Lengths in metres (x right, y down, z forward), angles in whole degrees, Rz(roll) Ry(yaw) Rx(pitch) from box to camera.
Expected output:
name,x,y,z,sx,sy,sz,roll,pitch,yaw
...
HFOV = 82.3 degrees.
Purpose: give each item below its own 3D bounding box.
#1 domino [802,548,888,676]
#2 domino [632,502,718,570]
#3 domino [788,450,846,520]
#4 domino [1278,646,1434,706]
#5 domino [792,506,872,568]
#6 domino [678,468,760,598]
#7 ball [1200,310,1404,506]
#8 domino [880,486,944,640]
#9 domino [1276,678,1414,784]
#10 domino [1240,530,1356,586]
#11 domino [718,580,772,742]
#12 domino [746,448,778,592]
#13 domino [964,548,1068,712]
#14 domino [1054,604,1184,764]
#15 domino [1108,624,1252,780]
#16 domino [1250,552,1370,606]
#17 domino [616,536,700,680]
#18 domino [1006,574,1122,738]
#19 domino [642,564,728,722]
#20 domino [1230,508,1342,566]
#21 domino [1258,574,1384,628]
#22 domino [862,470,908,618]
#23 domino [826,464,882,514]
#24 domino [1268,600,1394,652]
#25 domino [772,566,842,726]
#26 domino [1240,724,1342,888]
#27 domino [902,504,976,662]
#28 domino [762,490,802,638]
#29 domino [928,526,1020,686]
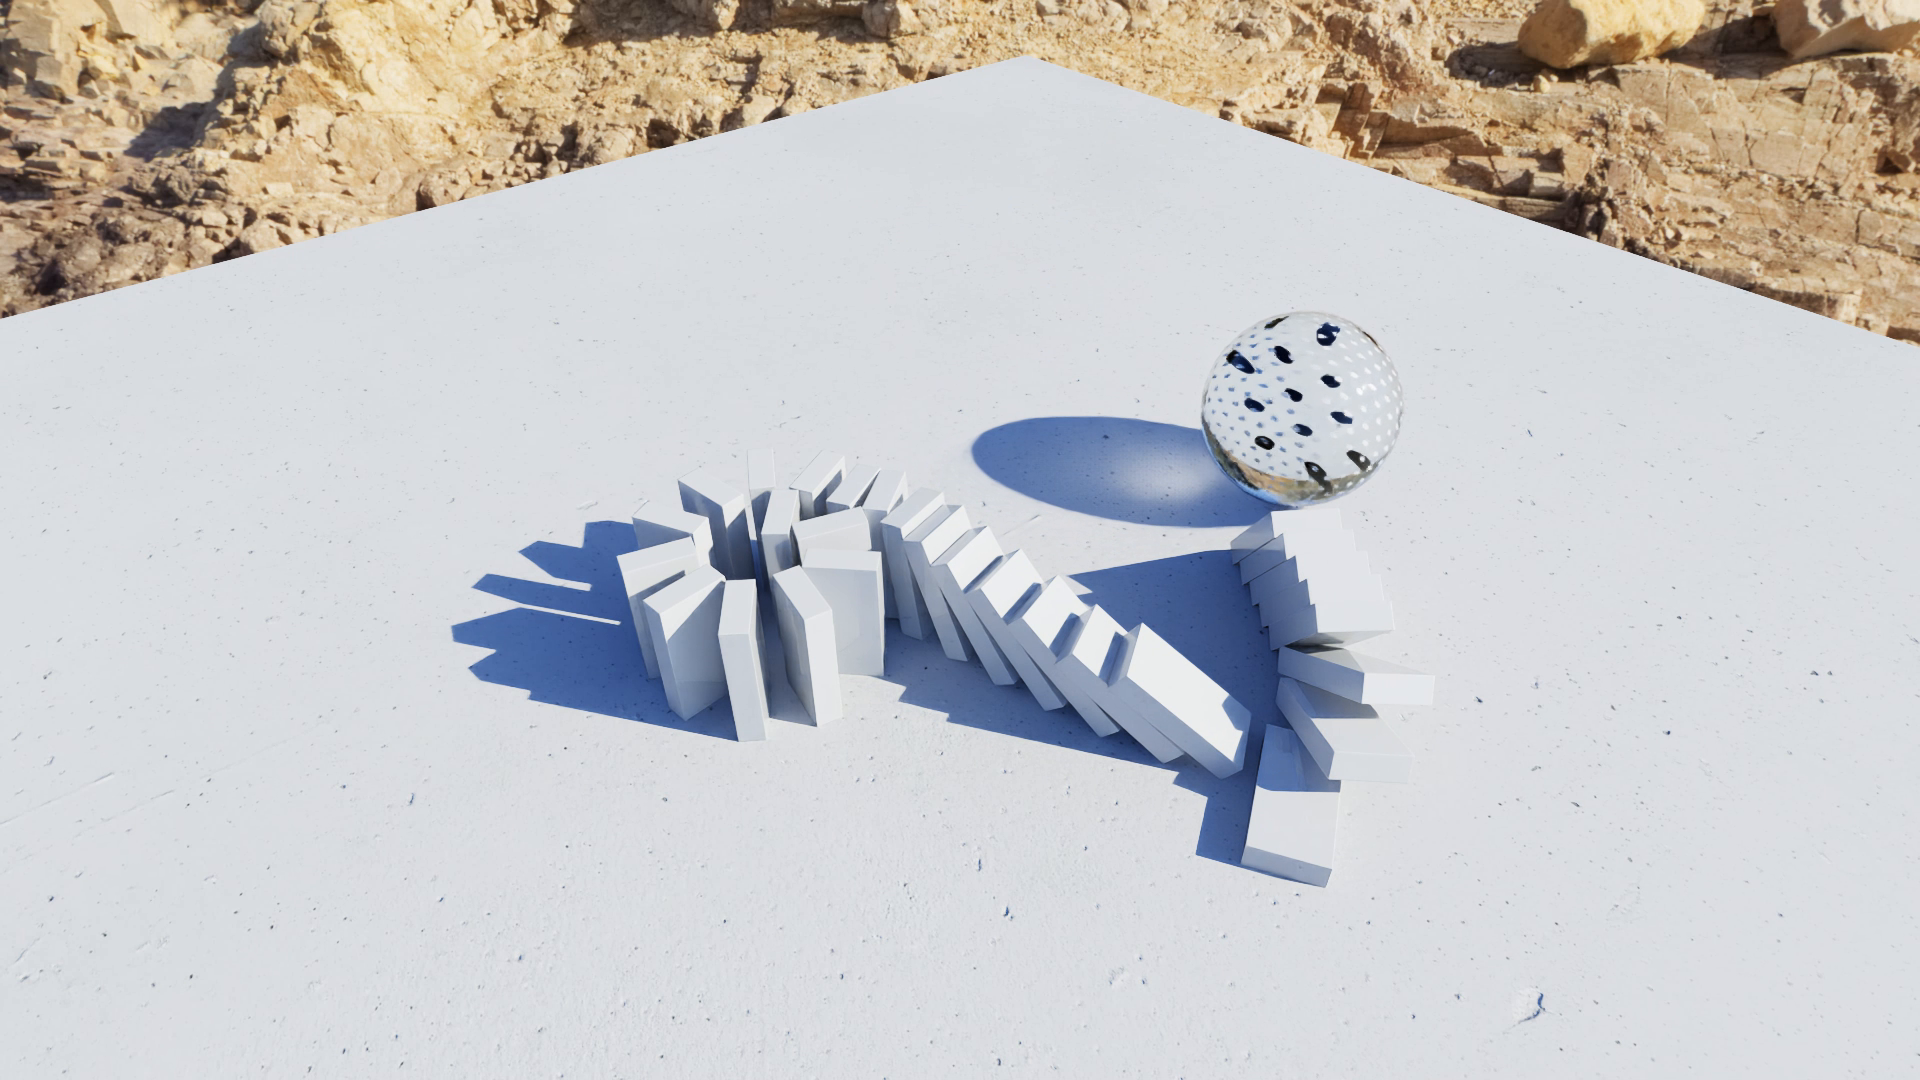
name,x,y,z,sx,sy,sz,roll,pitch,yaw
domino,-0.039,0.026,0.380,0.025,0.050,0.009,3,39,3
domino,-0.101,0.011,0.398,0.025,0.050,0.009,14,41,17
domino,-0.052,-0.006,0.419,0.010,0.050,0.025,15,42,17
domino,0.130,0.044,0.365,0.025,0.010,0.050,3,4,-14
domino,-0.044,0.013,0.395,0.025,0.050,0.010,-15,42,-13
domino,-0.090,0.000,0.411,0.025,0.050,0.010,28,47,30
ball,0.140,-0.054,0.453,0.080,0.080,0.080,0,39,0
domino,-0.014,0.009,0.400,0.010,0.050,0.025,16,41,32
domino,0.123,0.060,0.354,0.025,0.010,0.050,4,19,-4
domino,0.124,0.007,0.407,0.025,0.050,0.009,-3,78,-4
domino,-0.070,0.040,0.362,0.009,0.050,0.025,-3,39,-3
domino,-0.073,-0.007,0.420,0.010,0.050,0.025,-7,40,-8
domino,0.025,0.031,0.379,0.009,0.050,0.025,-24,15,49
domino,0.056,0.047,0.363,0.050,0.010,0.025,42,44,-8
domino,0.072,0.052,0.358,0.050,0.009,0.025,39,42,-10
domino,0.125,0.015,0.397,0.025,0.050,0.009,-3,78,-4
domino,-0.101,0.024,0.382,0.025,0.050,0.009,-16,42,-19
domino,0.040,0.039,0.372,0.050,0.010,0.025,50,49,-6
domino,-0.089,0.035,0.369,0.010,0.050,0.025,31,49,32
domino,0.122,-0.001,0.416,0.025,0.050,0.010,-3,78,-4
domino,0.126,0.022,0.388,0.025,0.050,0.010,-3,78,-4
domino,-0.026,0.002,0.408,0.010,0.050,0.025,5,38,12
domino,-0.037,-0.001,0.412,0.009,0.050,0.025,12,41,20
domino,0.126,0.030,0.378,0.025,0.050,0.009,-2,77,-2
domino,-0.051,0.036,0.368,0.009,0.050,0.025,-21,44,-23
domino,0.105,0.082,0.344,0.025,0.010,0.050,13,41,15
domino,-0.002,0.015,0.393,0.009,0.050,0.025,3,33,40
domino,-0.062,0.009,0.400,0.010,0.050,0.025,0,39,1
domino,0.011,0.023,0.386,0.009,0.050,0.025,-11,24,46
